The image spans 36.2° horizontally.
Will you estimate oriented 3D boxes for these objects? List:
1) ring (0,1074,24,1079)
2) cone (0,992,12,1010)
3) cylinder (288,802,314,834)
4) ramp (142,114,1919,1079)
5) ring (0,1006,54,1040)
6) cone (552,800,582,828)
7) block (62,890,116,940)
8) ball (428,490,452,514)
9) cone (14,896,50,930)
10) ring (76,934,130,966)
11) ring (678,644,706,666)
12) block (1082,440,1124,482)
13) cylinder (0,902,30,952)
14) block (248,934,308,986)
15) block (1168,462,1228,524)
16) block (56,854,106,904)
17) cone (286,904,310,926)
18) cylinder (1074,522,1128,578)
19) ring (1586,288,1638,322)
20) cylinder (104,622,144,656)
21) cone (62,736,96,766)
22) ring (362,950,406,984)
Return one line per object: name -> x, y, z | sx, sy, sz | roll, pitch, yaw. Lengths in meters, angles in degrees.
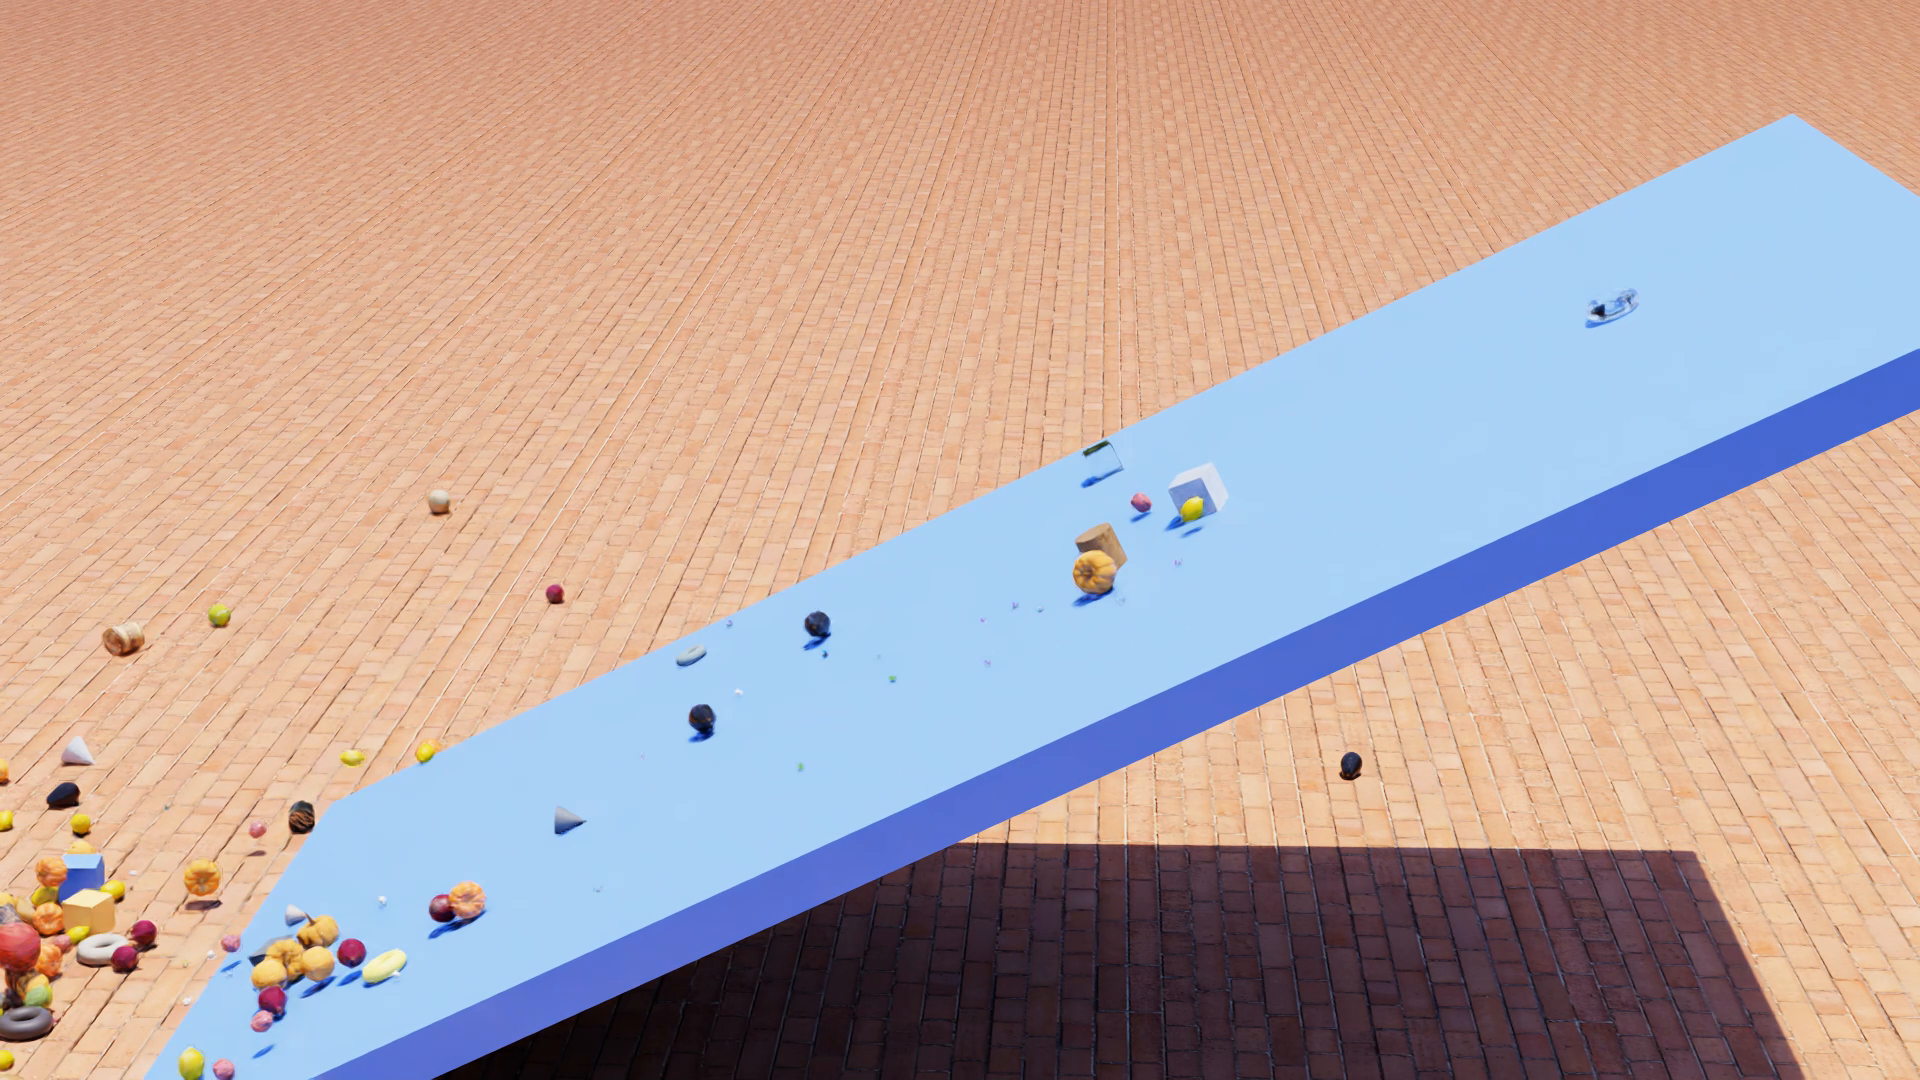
ring -> -2.017, 1.162, 6.186 | 0.117, 0.039, 0.117 | 0, 18, 0
cone -> -2.161, 1.037, 6.601 | 0.091, 0.091, 0.091 | 13, -6, 38
cylinder -> -1.707, 0.719, 7.628 | 0.065, 0.065, 0.065 | -3, 17, -10
ramp -> 0.139, 0.168, 6.281 | 4.000, 0.100, 2.000 | -25, 14, 10
ring -> -2.068, 1.068, 6.502 | 0.122, 0.041, 0.122 | -1, 16, 0
cone -> -0.828, 0.599, 6.276 | 0.064, 0.064, 0.064 | 28, 24, 11
block -> -2.076, 0.893, 7.009 | 0.085, 0.085, 0.085 | 6, 18, 19
ball -> -1.855, -0.138, 10.474 | 0.085, 0.085, 0.085 | 0, 17, 0
cone -> -2.220, 0.909, 7.031 | 0.095, 0.095, 0.095 | 23, 9, -20
ring -> -2.004, 0.957, 6.875 | 0.122, 0.041, 0.122 | -1, 17, 0
ring -> -0.649, 0.279, 7.118 | 0.079, 0.026, 0.079 | -25, 15, 7
block -> 0.333, -0.185, 6.852 | 0.067, 0.067, 0.067 | -27, 14, 1
cylinder -> -2.241, 0.909, 6.885 | 0.090, 0.090, 0.090 | -30, 4, 2
block -> -1.458, 0.898, 6.290 | 0.073, 0.073, 0.073 | -17, 17, 38
block -> 0.500, -0.100, 6.181 | 0.083, 0.083, 0.083 | -20, 15, 28
block -> -2.152, 0.831, 7.205 | 0.092, 0.092, 0.092 | -1, 17, -4
cone -> -1.491, 0.849, 6.643 | 0.051, 0.051, 0.051 | 2, 17, 7
cylinder -> 0.294, 0.022, 6.128 | 0.084, 0.084, 0.084 | -26, 14, 7
ring -> 1.347, -0.485, 6.072 | 0.113, 0.038, 0.113 | -25, 15, 7
cylinder -> -2.557, 0.301, 8.992 | 0.087, 0.087, 0.087 | 12, 21, 36
cone -> -2.409, 0.597, 8.086 | 0.085, 0.085, 0.085 | 32, 24, 9
ring -> -1.164, 0.862, 5.945 | 0.098, 0.033, 0.098 | -26, 12, 6
